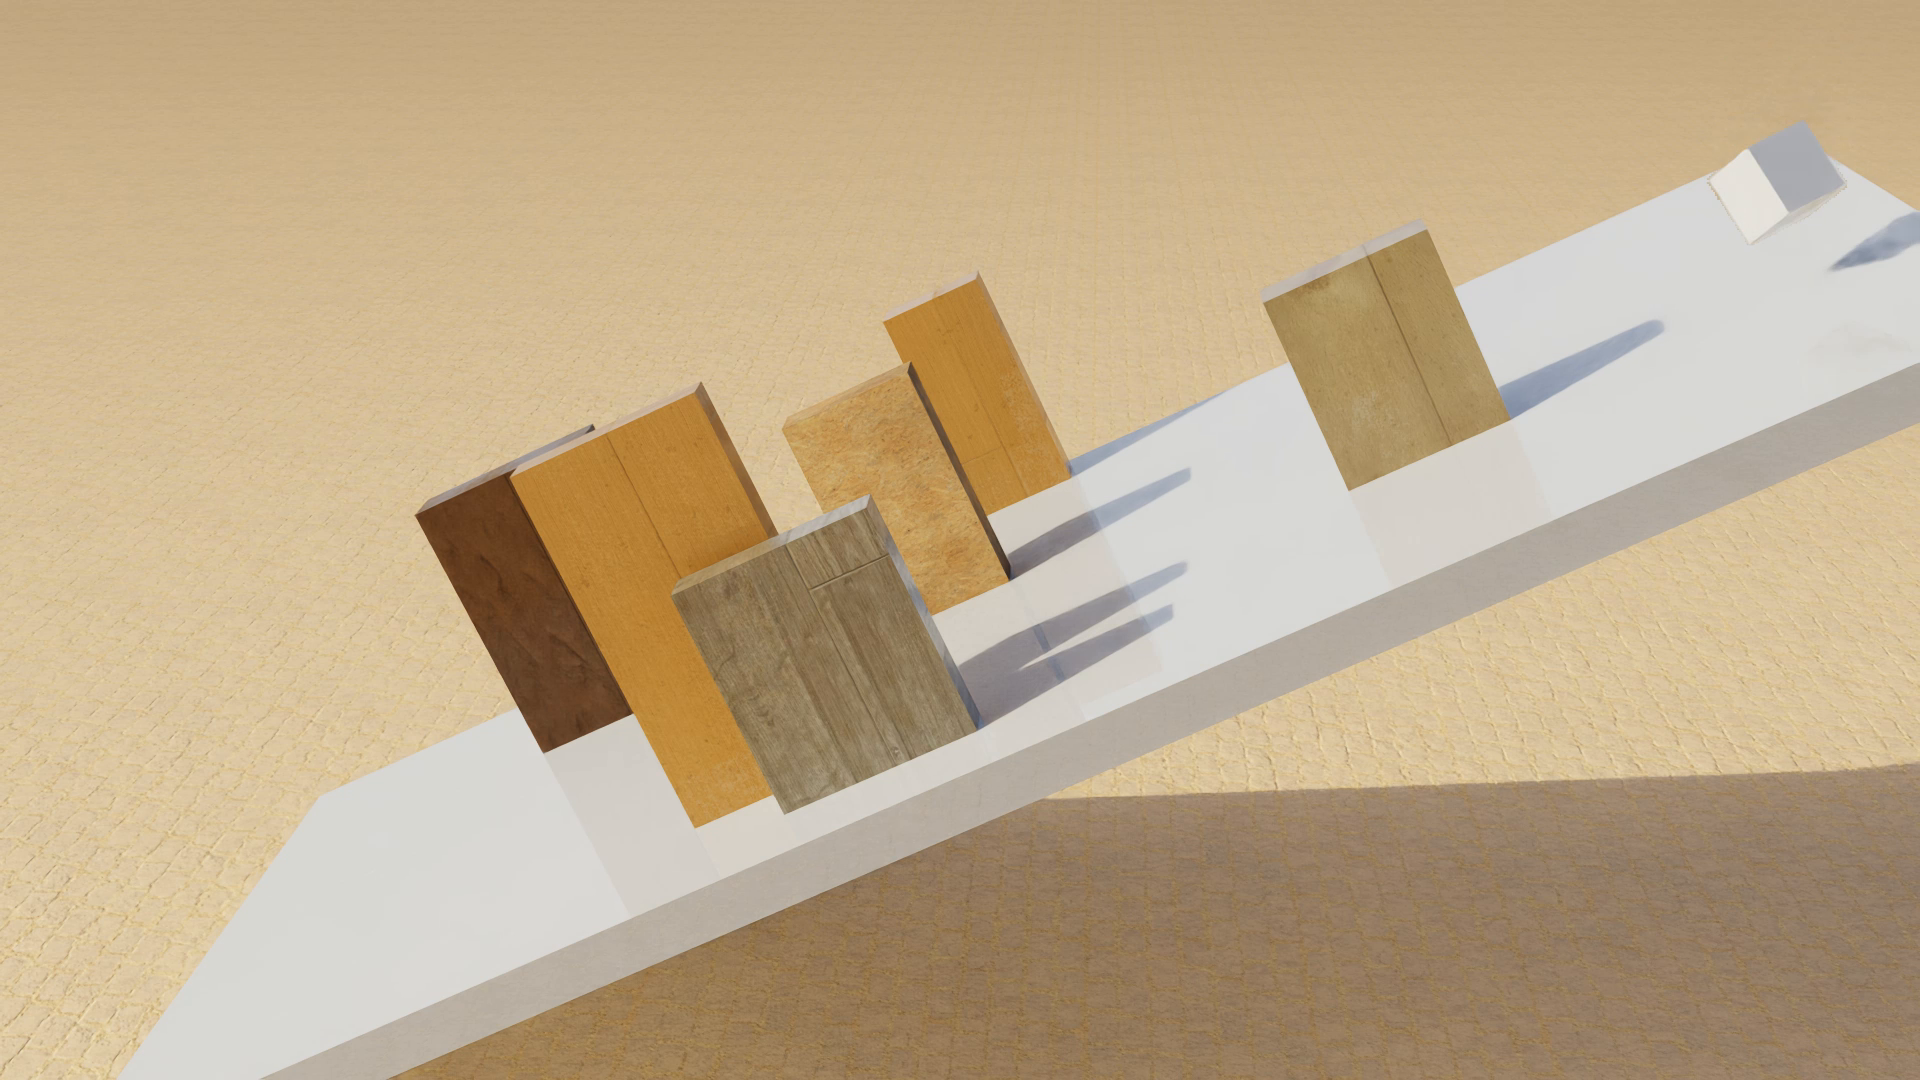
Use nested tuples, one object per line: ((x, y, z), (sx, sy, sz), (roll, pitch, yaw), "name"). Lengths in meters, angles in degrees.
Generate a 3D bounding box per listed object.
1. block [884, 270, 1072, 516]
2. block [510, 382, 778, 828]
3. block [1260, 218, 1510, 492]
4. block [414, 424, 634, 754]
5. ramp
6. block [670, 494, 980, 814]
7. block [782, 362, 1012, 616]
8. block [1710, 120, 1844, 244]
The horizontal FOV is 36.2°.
((0.045, -0.347, 7.048), (0.244, 0.532, 0.115), (-24, 13, 9), "block")
((-0.507, 0.131, 5.697), (0.397, 0.784, 0.096), (-24, 13, 9), "block")
((0.846, -0.369, 5.860), (0.348, 0.421, 0.127), (-24, 13, 9), "block")
((-0.913, 0.116, 6.845), (0.437, 0.638, 0.135), (-24, 13, 9), "block")
((0.136, 0.169, 6.282), (4.000, 0.100, 2.000), (-24, 13, 9), "ramp")
((-0.251, 0.218, 5.551), (0.407, 0.479, 0.103), (-24, 13, 9), "block")
((-0.136, -0.090, 6.436), (0.301, 0.515, 0.118), (-24, 13, 9), "block")
((1.580, -0.692, 5.690), (0.148, 0.148, 0.148), (-26, -9, -21), "block")
